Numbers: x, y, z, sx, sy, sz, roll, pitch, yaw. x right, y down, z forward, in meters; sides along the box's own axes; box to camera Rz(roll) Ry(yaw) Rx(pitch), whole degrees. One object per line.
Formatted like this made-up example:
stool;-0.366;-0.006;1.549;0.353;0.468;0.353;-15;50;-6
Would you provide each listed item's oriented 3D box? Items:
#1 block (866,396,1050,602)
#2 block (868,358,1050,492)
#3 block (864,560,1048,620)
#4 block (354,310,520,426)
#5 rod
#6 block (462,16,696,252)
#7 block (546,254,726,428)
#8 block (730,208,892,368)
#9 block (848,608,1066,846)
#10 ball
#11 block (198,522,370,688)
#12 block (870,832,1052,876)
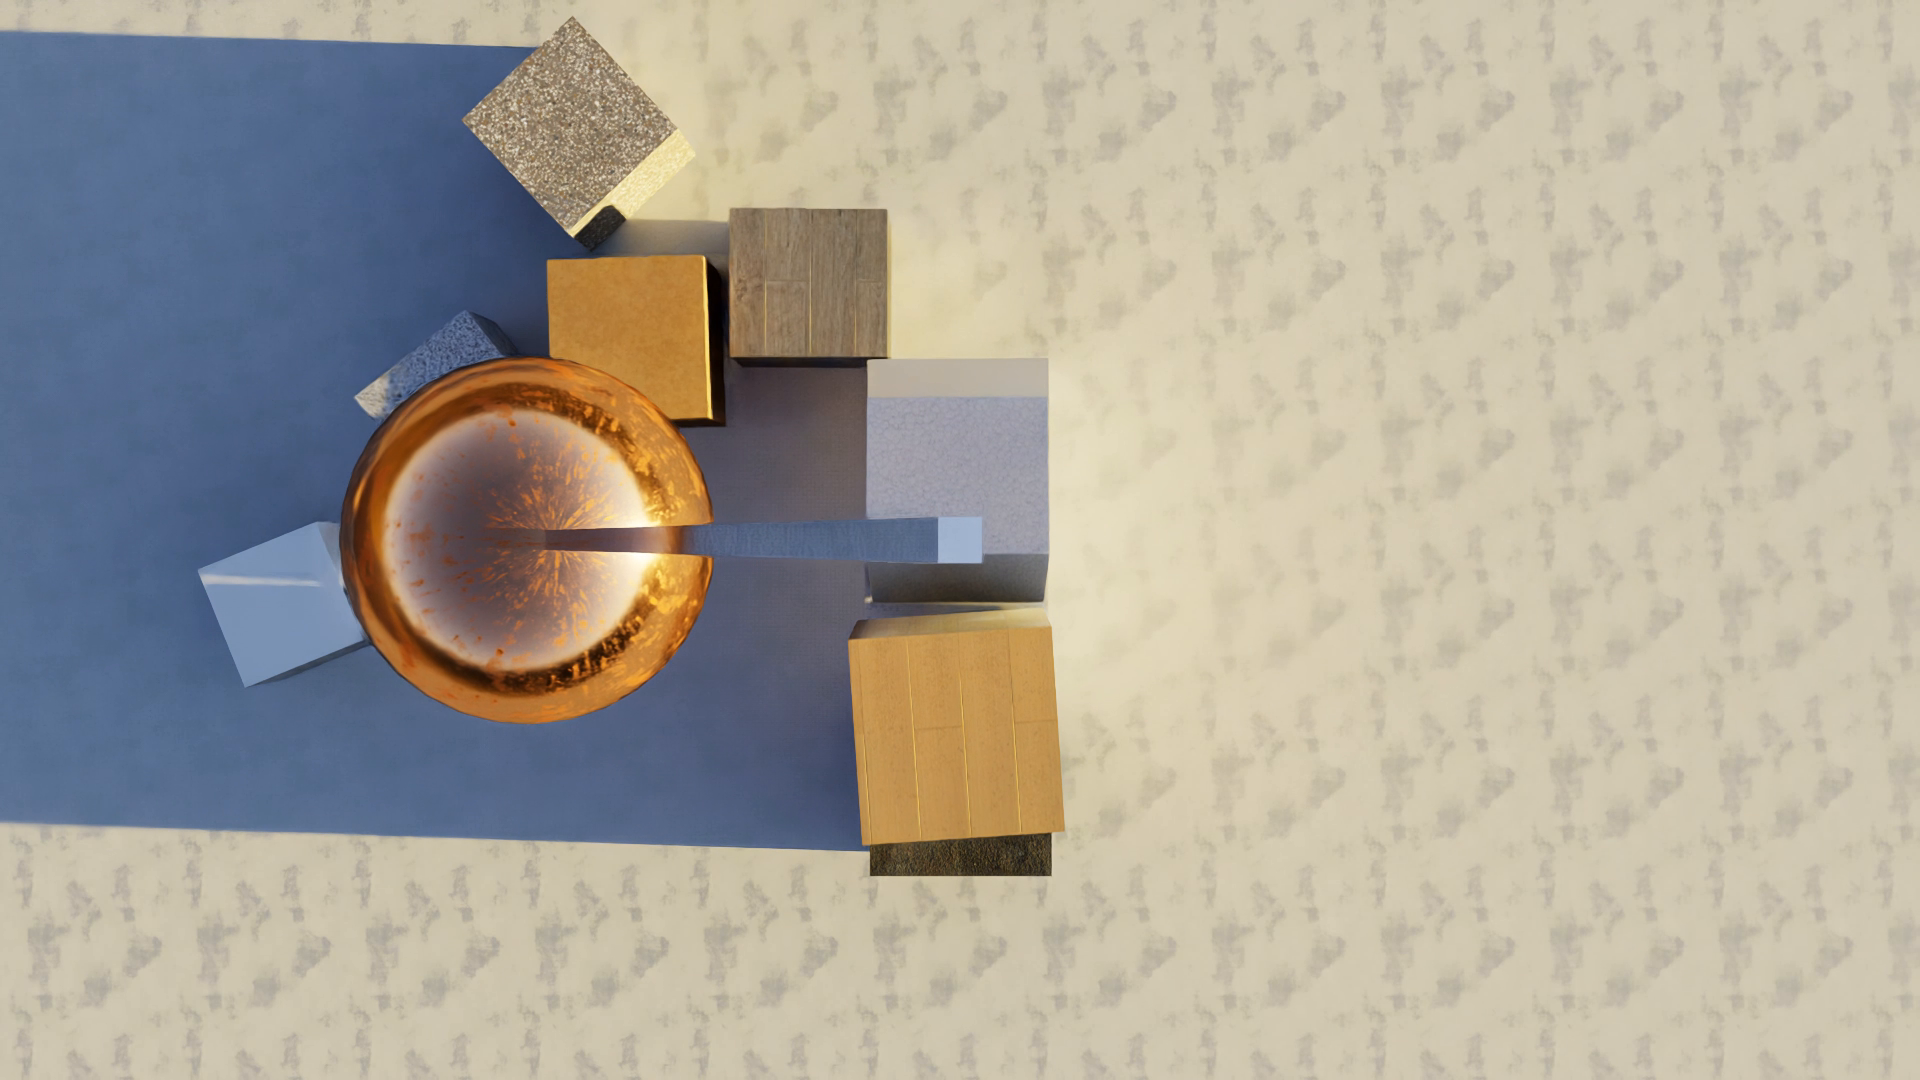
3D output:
block;-0.012;-0.198;11.594;0.924;0.928;0.842;0;73;0
block;-0.007;-0.521;12.580;1.001;0.840;0.963;0;90;0
block;-0.019;0.442;12.517;1.006;0.966;0.952;0;90;0
block;-2.802;-0.721;12.612;0.788;0.767;0.819;-38;90;1
rod;-0.807;0.000;6.302;0.080;5.200;0.080;0;90;-18
block;-2.160;-2.302;12.584;0.844;0.832;0.856;-43;90;0
block;-1.830;-1.106;12.553;0.858;0.879;0.899;-2;90;0
block;-0.843;-1.432;12.620;0.877;0.760;0.828;0;90;0
block;-0.017;0.946;11.495;1.016;1.078;1.032;-4;93;0
ball;-1.863;0.000;9.534;1.600;1.600;1.600;0;90;0
block;-3.804;0.363;12.653;0.714;0.694;0.713;-22;90;0
block;0.004;1.386;12.532;0.999;0.936;0.917;0;90;0
